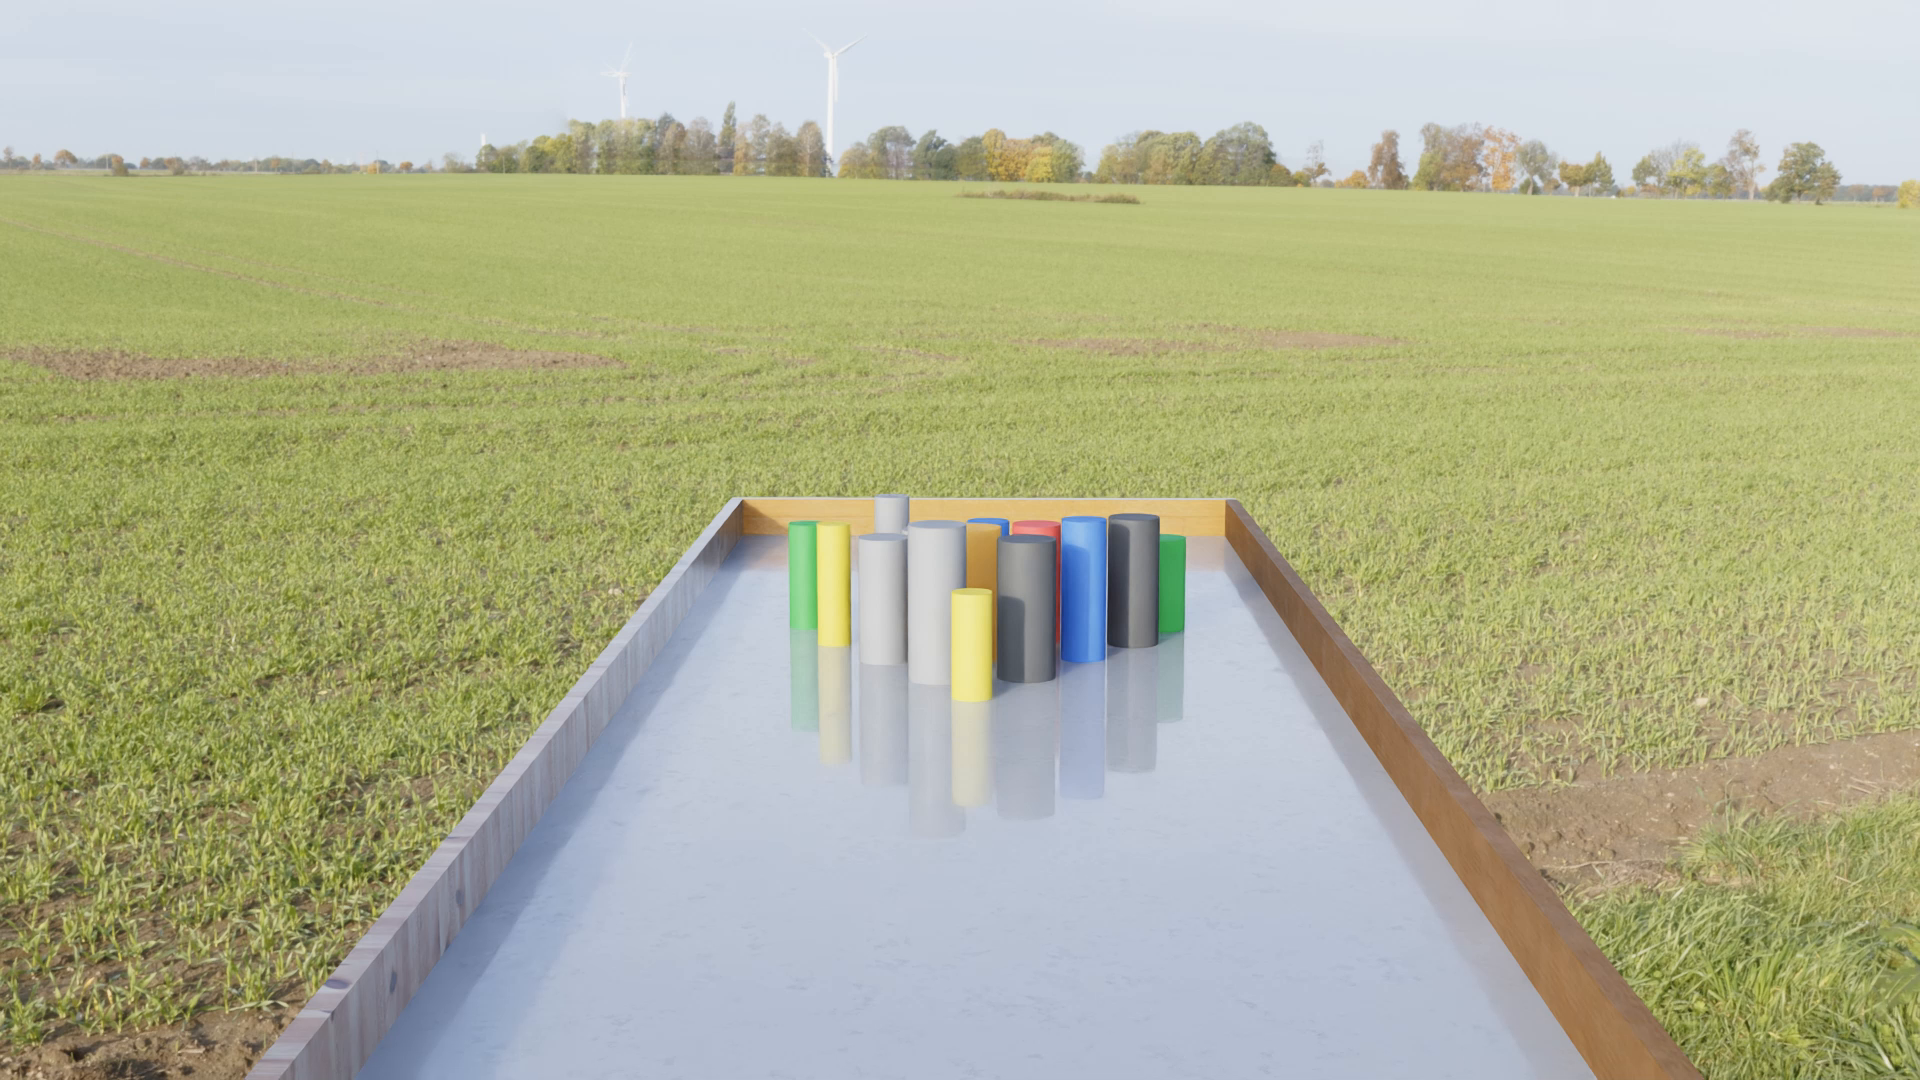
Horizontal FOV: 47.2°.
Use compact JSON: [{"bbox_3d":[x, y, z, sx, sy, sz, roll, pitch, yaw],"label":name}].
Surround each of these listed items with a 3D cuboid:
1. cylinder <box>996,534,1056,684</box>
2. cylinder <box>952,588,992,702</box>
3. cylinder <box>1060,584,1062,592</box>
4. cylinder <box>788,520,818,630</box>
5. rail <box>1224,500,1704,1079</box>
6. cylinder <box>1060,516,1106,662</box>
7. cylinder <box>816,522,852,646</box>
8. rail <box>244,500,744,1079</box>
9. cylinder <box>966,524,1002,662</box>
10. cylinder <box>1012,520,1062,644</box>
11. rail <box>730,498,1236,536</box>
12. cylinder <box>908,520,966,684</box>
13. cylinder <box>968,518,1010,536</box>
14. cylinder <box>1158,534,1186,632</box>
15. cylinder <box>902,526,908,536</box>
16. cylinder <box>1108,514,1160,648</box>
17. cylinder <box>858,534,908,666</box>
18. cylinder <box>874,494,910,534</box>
[{"bbox_3d":[0.195,0.199,6.439,0.174,0.411,0.174,0,9,0],"label":"cylinder"},{"bbox_3d":[0.033,0.294,6.186,0.115,0.302,0.115,0,9,0],"label":"cylinder"},{"bbox_3d":[0.402,0.124,7.172,0.145,0.331,0.145,0,9,0],"label":"cylinder"},{"bbox_3d":[-0.501,0.114,7.193,0.116,0.343,0.116,0,9,0],"label":"cylinder"},{"bbox_3d":[1.046,0.843,3.208,0.050,0.150,12.000,0,9,1],"label":"rail"},{"bbox_3d":[0.377,0.149,6.699,0.138,0.429,0.138,0,9,0],"label":"cylinder"},{"bbox_3d":[-0.396,0.138,6.920,0.106,0.382,0.106,0,9,0],"label":"cylinder"},{"bbox_3d":[-1.004,0.839,3.234,0.050,0.150,12.000,0,9,1],"label":"rail"},{"bbox_3d":[0.046,0.161,6.699,0.160,0.406,0.160,0,9,0],"label":"cylinder"},{"bbox_3d":[0.242,0.134,6.962,0.154,0.376,0.154,0,9,0],"label":"cylinder"},{"bbox_3d":[0.099,-0.098,9.147,2.100,0.150,0.050,0,9,1],"label":"rail"},{"bbox_3d":[-0.067,0.180,6.412,0.171,0.457,0.171,0,9,0],"label":"cylinder"},{"bbox_3d":[0.092,0.111,7.188,0.138,0.351,0.138,0,9,0],"label":"cylinder"},{"bbox_3d":[0.659,0.140,7.168,0.150,0.300,0.150,0,9,0],"label":"cylinder"},{"bbox_3d":[-0.101,0.143,6.960,0.167,0.360,0.167,0,9,0],"label":"cylinder"},{"bbox_3d":[0.545,0.127,6.921,0.162,0.403,0.162,0,9,0],"label":"cylinder"},{"bbox_3d":[-0.230,0.178,6.677,0.157,0.379,0.157,0,9,0],"label":"cylinder"},{"bbox_3d":[-0.221,0.070,7.185,0.114,0.433,0.114,0,9,0],"label":"cylinder"}]
